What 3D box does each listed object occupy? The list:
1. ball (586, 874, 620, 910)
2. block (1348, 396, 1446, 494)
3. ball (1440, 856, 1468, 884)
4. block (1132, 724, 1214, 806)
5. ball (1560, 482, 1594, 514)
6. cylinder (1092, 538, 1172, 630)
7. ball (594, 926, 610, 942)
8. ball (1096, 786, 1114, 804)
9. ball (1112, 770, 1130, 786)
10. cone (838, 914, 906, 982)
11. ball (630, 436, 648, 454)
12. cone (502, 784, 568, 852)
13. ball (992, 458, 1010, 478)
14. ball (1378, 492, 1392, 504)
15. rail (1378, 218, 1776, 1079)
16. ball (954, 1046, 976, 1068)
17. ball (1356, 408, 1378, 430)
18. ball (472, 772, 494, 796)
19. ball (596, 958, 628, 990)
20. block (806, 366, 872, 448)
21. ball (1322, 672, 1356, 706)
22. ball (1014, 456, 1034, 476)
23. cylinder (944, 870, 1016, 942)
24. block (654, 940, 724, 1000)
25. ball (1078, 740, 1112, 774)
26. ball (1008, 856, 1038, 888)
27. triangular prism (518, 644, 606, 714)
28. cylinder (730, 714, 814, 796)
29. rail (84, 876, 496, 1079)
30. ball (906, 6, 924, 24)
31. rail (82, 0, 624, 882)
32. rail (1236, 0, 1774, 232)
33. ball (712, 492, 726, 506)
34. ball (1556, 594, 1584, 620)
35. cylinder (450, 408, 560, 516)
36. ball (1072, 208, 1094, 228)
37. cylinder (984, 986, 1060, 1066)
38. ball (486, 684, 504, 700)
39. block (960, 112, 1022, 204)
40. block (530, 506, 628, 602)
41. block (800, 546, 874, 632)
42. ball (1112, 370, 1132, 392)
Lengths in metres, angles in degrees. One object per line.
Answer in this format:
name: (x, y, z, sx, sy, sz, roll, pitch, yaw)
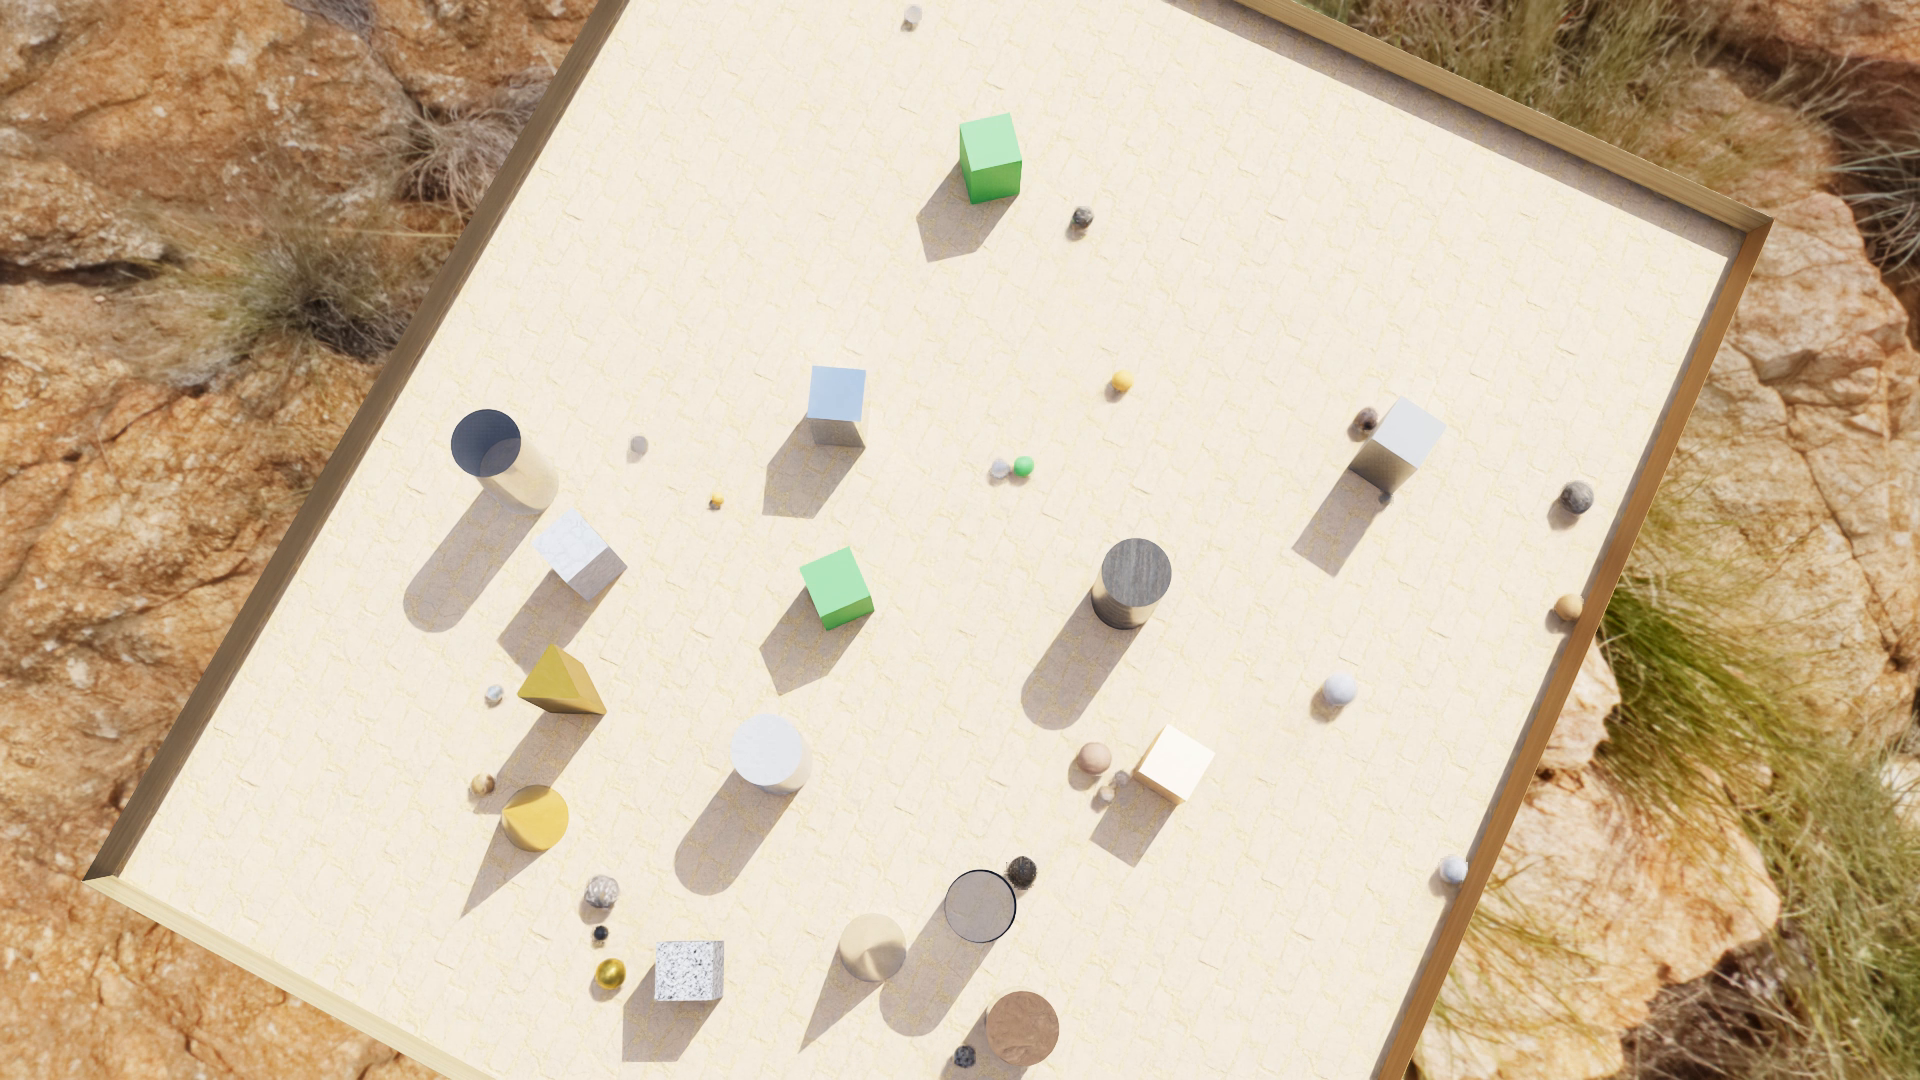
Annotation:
ball: (-1.044, 1.028, 5.354, 0.098, 0.098, 0.098, 0, 78, 0)
block: (1.307, -0.279, 5.495, 0.160, 0.351, 0.160, 35, 80, 7)
ball: (1.448, 0.970, 5.375, 0.081, 0.081, 0.081, 0, 78, 0)
block: (0.620, 0.659, 5.353, 0.160, 0.249, 0.160, 32, 80, 6)
ball: (1.884, -0.128, 5.593, 0.098, 0.098, 0.098, 0, 78, 0)
cylinder: (0.499, 0.133, 5.377, 0.199, 0.415, 0.199, 0, 78, 0)
ball: (-1.048, 1.149, 5.355, 0.047, 0.047, 0.047, 0, 78, 0)
ball: (0.432, 0.755, 5.432, 0.055, 0.055, 0.055, 0, 78, 0)
ball: (0.478, 0.709, 5.445, 0.049, 0.049, 0.049, 0, 78, 0)
cone: (-0.255, 1.152, 5.166, 0.199, 0.414, 0.199, 0, 78, 0)
ball: (-0.988, -0.294, 5.649, 0.057, 0.057, 0.057, 0, 78, 0)
cone: (-1.262, 0.786, 5.245, 0.199, 0.409, 0.199, 0, 78, 0)
ball: (0.125, -0.221, 5.633, 0.058, 0.058, 0.058, 0, 78, 0)
ball: (1.305, -0.128, 5.621, 0.041, 0.041, 0.041, 0, 78, 0)
rail: (1.600, 0.790, 5.386, 0.045, 0.130, 4.077, 26, 80, 5)
ball: (0.013, 1.488, 5.276, 0.064, 0.064, 0.064, 0, 78, 0)
ball: (1.257, -0.374, 5.659, 0.068, 0.068, 0.068, 0, 78, 0)
ball: (-1.414, 0.724, 5.432, 0.067, 0.067, 0.067, 0, 78, 0)
ball: (-1.009, 1.256, 5.311, 0.089, 0.089, 0.089, 0, 78, 0)
block: (-0.363, -0.400, 5.543, 0.160, 0.307, 0.160, 5, 78, 1)
ball: (1.134, 0.447, 5.473, 0.100, 0.100, 0.100, 0, 78, 0)
ball: (0.198, -0.228, 5.631, 0.064, 0.064, 0.064, 0, 78, 0)
cylinder: (0.057, 1.042, 5.212, 0.199, 0.370, 0.199, 0, 78, 0)
block: (-0.770, 1.228, 5.235, 0.160, 0.251, 0.160, -1, 78, 0)
ball: (0.401, 0.646, 5.432, 0.100, 0.100, 0.100, 0, 78, 0)
ball: (0.183, 0.972, 5.369, 0.090, 0.090, 0.090, 0, 78, 0)
triangular prism: (-1.146, 0.404, 5.324, 0.173, 0.410, 0.150, 2, 78, 0)
cylinder: (-0.538, 0.622, 5.283, 0.199, 0.401, 0.199, 0, 78, 0)
rail: (-0.901, 1.772, 5.183, 3.626, 0.130, 0.045, 26, 80, 5)
ball: (-0.148, -1.704, 5.941, 0.055, 0.055, 0.055, 0, 78, 0)
rail: (-1.600, -0.777, 5.710, 0.045, 0.130, 4.077, 26, 80, 5)
rail: (0.901, -1.758, 5.913, 3.626, 0.130, 0.045, 26, 80, 5)
ball: (-0.741, -0.126, 5.622, 0.041, 0.041, 0.041, 0, 78, 0)
ball: (1.841, 0.204, 5.534, 0.079, 0.079, 0.079, 0, 78, 0)
cylinder: (-1.336, -0.223, 5.409, 0.199, 0.498, 0.199, 0, 78, 0)
ball: (0.388, -1.018, 5.793, 0.068, 0.068, 0.068, 0, 78, 0)
cylinder: (0.170, 1.362, 5.147, 0.199, 0.367, 0.199, 0, 78, 0)
ball: (-1.393, 0.457, 5.496, 0.051, 0.051, 0.051, 0, 78, 0)
block: (0.094, -1.189, 5.726, 0.160, 0.268, 0.160, -13, 79, -3)
block: (-1.127, 0.046, 5.443, 0.160, 0.321, 0.160, -42, 81, -8)
block: (-0.364, 0.147, 5.448, 0.160, 0.270, 0.160, -23, 79, -5)
ball: (0.503, -0.495, 5.685, 0.066, 0.066, 0.066, 0, 78, 0)
